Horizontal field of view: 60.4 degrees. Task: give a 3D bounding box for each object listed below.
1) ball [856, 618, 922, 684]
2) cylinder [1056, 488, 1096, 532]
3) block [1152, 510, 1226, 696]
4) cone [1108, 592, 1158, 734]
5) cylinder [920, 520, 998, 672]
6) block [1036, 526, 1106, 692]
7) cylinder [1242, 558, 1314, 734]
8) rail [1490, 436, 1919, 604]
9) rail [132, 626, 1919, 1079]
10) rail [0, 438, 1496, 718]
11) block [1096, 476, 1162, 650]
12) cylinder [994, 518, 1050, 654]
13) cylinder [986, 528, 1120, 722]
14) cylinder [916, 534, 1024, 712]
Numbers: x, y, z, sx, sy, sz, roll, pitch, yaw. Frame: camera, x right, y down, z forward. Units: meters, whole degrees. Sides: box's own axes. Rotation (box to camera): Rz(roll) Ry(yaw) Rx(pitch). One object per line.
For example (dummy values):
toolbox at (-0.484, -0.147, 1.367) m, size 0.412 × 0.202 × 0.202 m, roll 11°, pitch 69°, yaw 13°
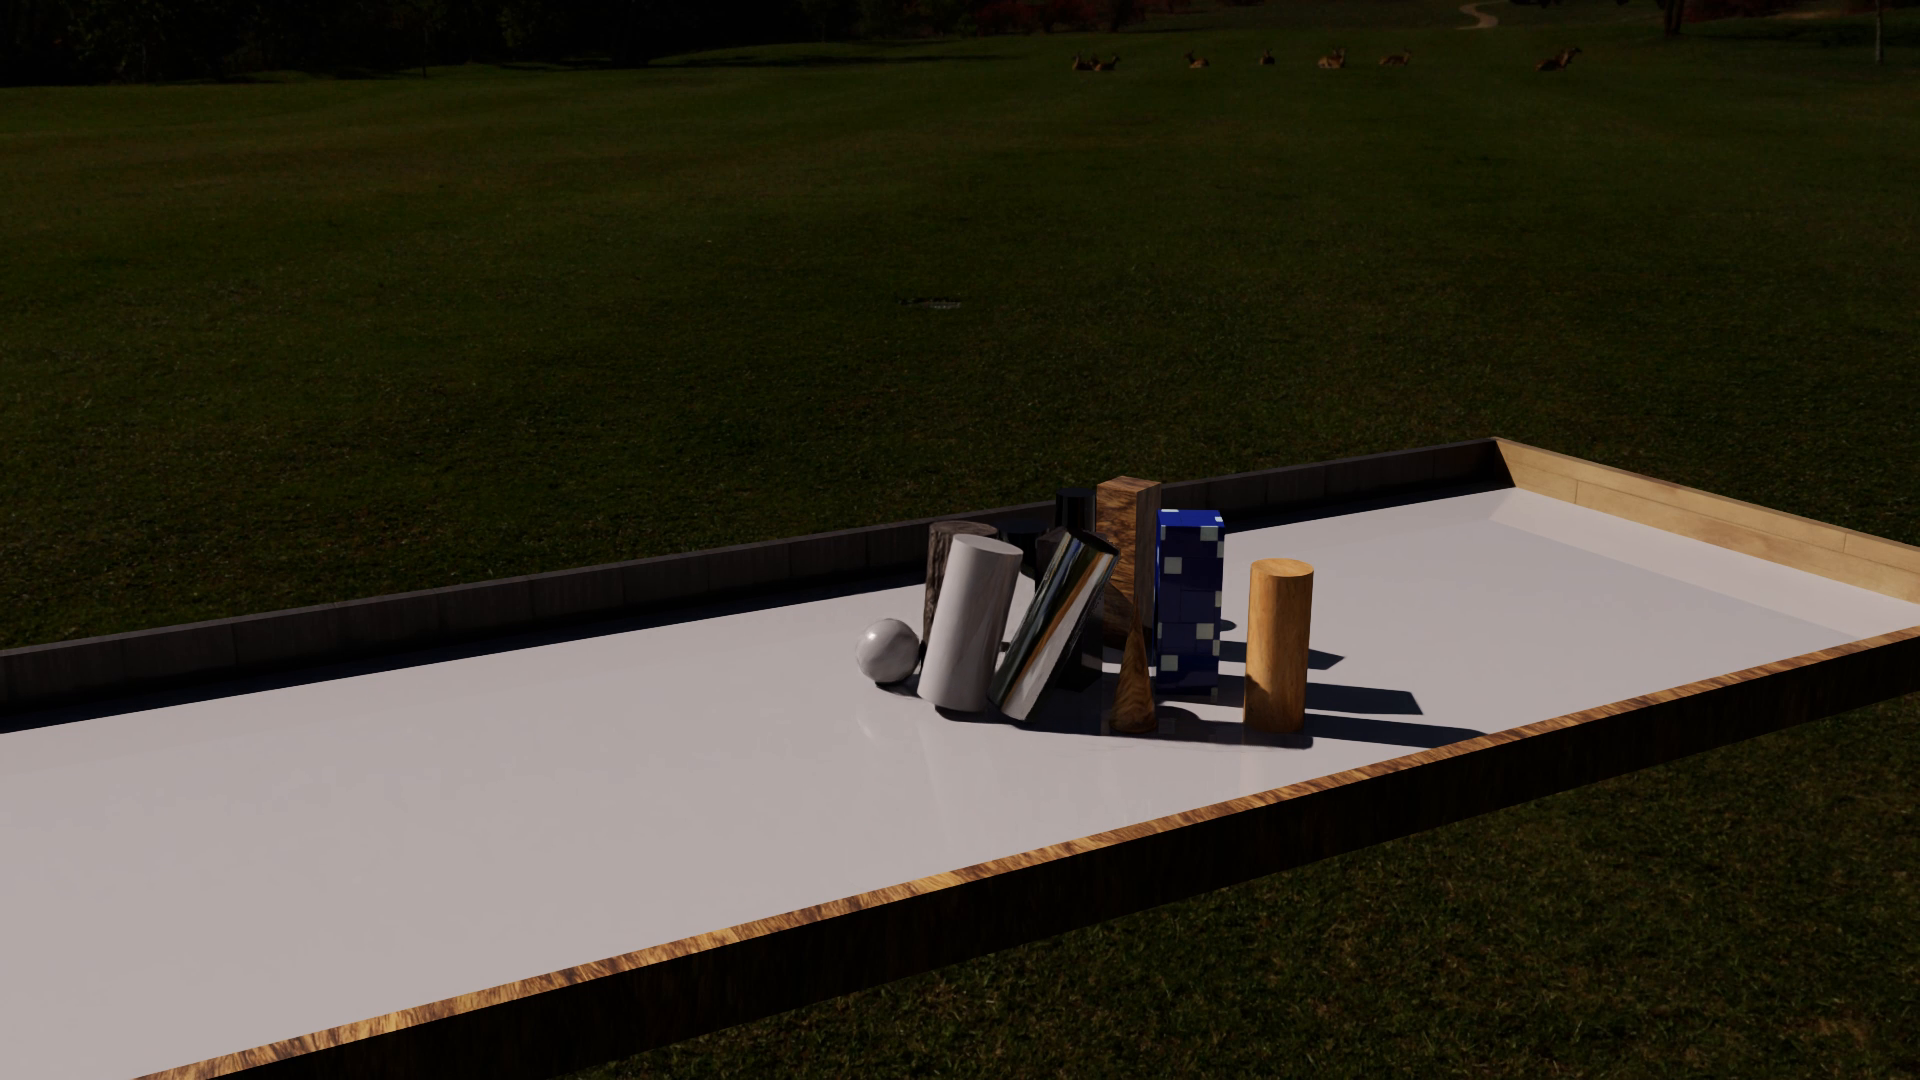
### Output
ball at (-0.179, 0.279, 4.116) m, size 0.164 × 0.164 × 0.164 m, roll 0°, pitch 16°, yaw 0°
cylinder at (0.320, 0.037, 4.605) m, size 0.110 × 0.352 × 0.110 m, roll 0°, pitch 16°, yaw 0°
block at (0.560, 0.153, 4.070) m, size 0.151 × 0.431 × 0.151 m, roll 1°, pitch 16°, yaw 3°
cone at (0.406, 0.277, 3.831) m, size 0.114 × 0.327 × 0.114 m, roll 0°, pitch 16°, yaw 0°
cylinder at (-0.004, 0.158, 4.108) m, size 0.169 × 0.386 × 0.169 m, roll 4°, pitch 13°, yaw -1°
block at (0.273, 0.172, 4.103) m, size 0.128 × 0.377 × 0.128 m, roll 9°, pitch 19°, yaw 28°
cylinder at (0.741, 0.245, 3.844) m, size 0.142 × 0.381 × 0.142 m, roll 0°, pitch 16°, yaw 0°
rail at (2.466, -0.048, 5.253) m, size 0.050 × 0.150 × 2.100 m, roll -9°, pitch 18°, yaw -27°
rail at (-2.336, 1.006, 1.665) m, size 12.000 × 0.150 × 0.050 m, roll -9°, pitch 18°, yaw -27°
rail at (-3.305, 0.497, 3.399) m, size 12.000 × 0.150 × 0.050 m, roll -9°, pitch 18°, yaw -27°
block at (0.442, 0.063, 4.362) m, size 0.121 × 0.438 × 0.121 m, roll 12°, pitch 20°, yaw 36°
cylinder at (0.160, 0.122, 4.353) m, size 0.146 × 0.331 × 0.146 m, roll 0°, pitch 16°, yaw 0°
cylinder at (0.215, 0.200, 3.856) m, size 0.136 × 0.446 × 0.136 m, roll 24°, pitch 14°, yaw -6°
cylinder at (0.023, 0.197, 3.940) m, size 0.172 × 0.390 × 0.172 m, roll 13°, pitch 10°, yaw -2°
